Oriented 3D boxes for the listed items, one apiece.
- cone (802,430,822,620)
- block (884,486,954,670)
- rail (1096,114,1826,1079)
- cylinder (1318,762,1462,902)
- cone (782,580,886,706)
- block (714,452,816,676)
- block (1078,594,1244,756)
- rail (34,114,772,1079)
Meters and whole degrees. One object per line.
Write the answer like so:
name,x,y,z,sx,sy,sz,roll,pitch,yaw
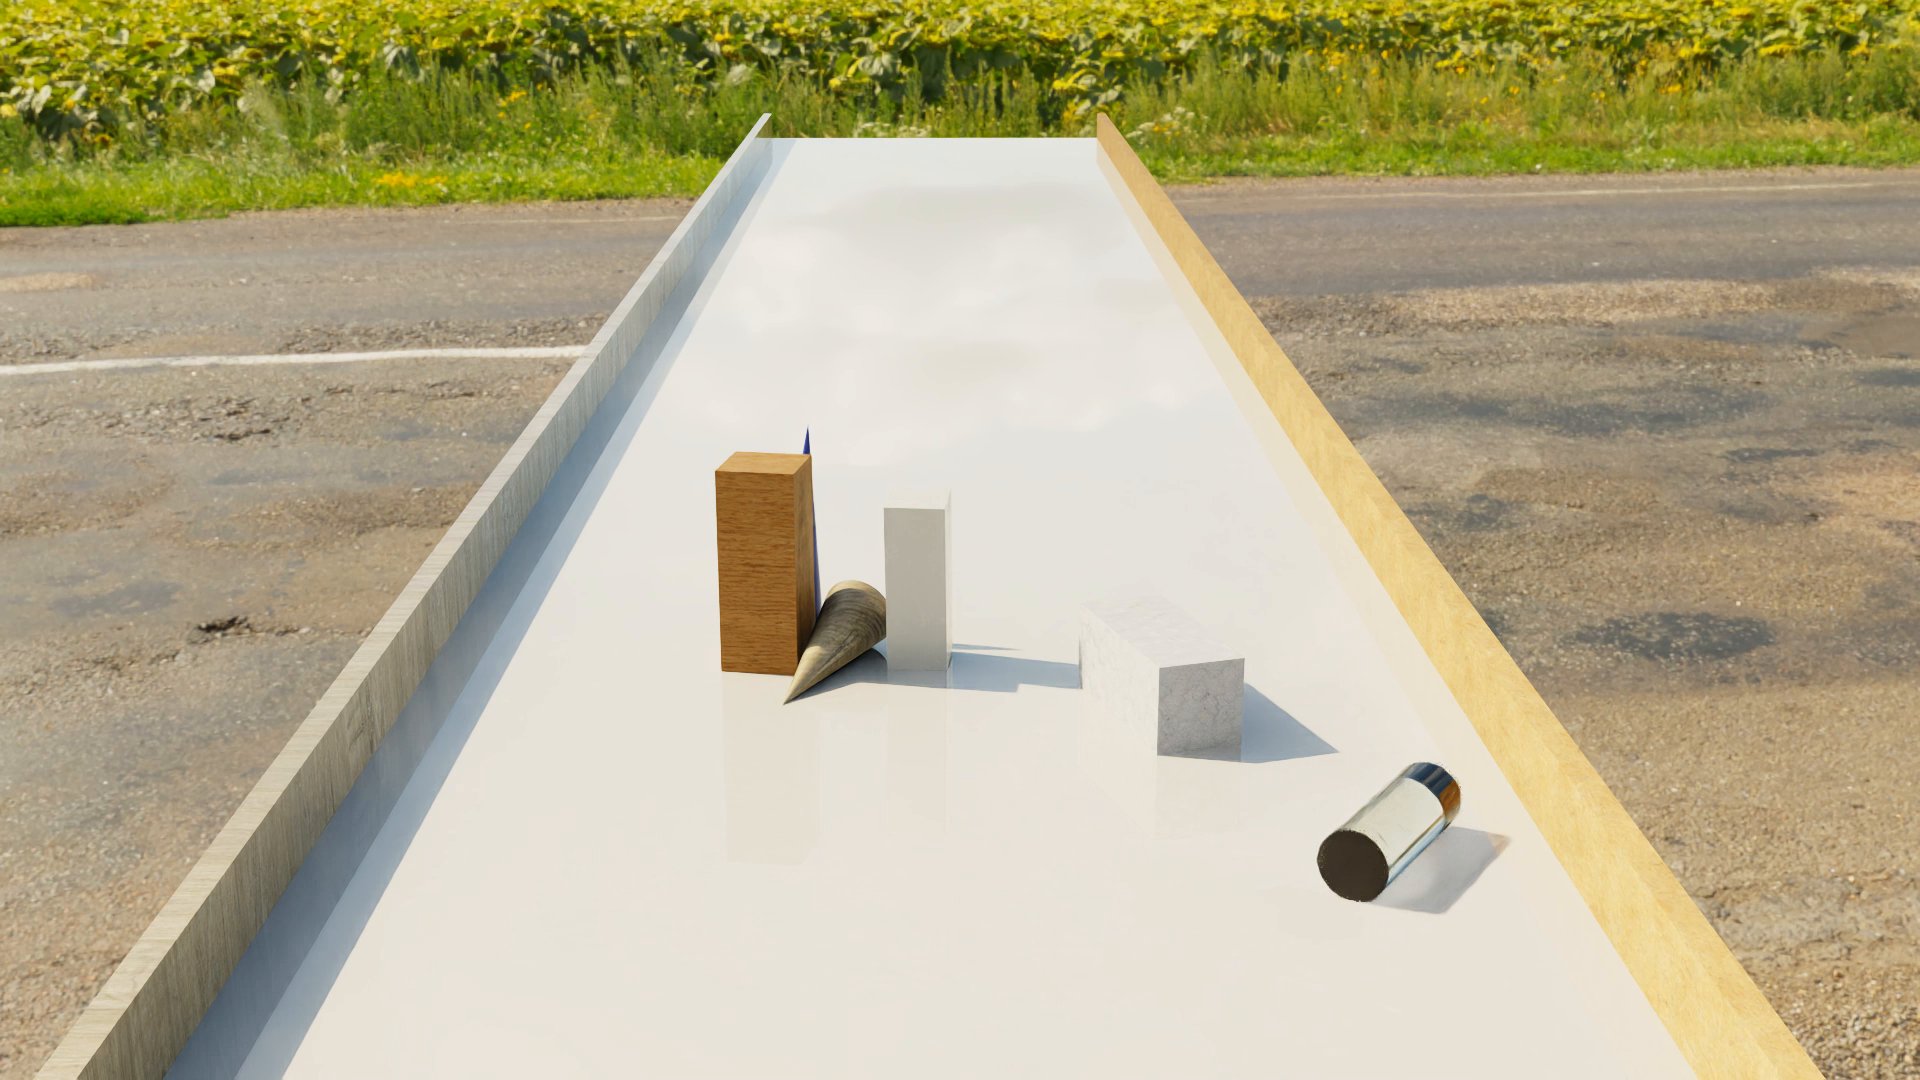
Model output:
cone,-0.322,-0.019,4.492,0.116,0.446,0.116,4,13,-1
block,-0.081,0.076,4.350,0.119,0.344,0.119,2,22,5
rail,0.932,-0.844,7.801,0.050,0.150,12.000,0,17,-1
cylinder,0.683,0.458,3.483,0.116,0.116,0.319,10,19,31
cone,-0.272,0.231,4.321,0.150,0.150,0.370,6,29,20
block,-0.383,0.045,4.355,0.155,0.410,0.155,3,17,9
block,0.370,0.246,4.107,0.166,0.166,0.384,-5,17,-18
rail,-1.118,-0.838,7.780,0.050,0.150,12.000,0,17,-1
